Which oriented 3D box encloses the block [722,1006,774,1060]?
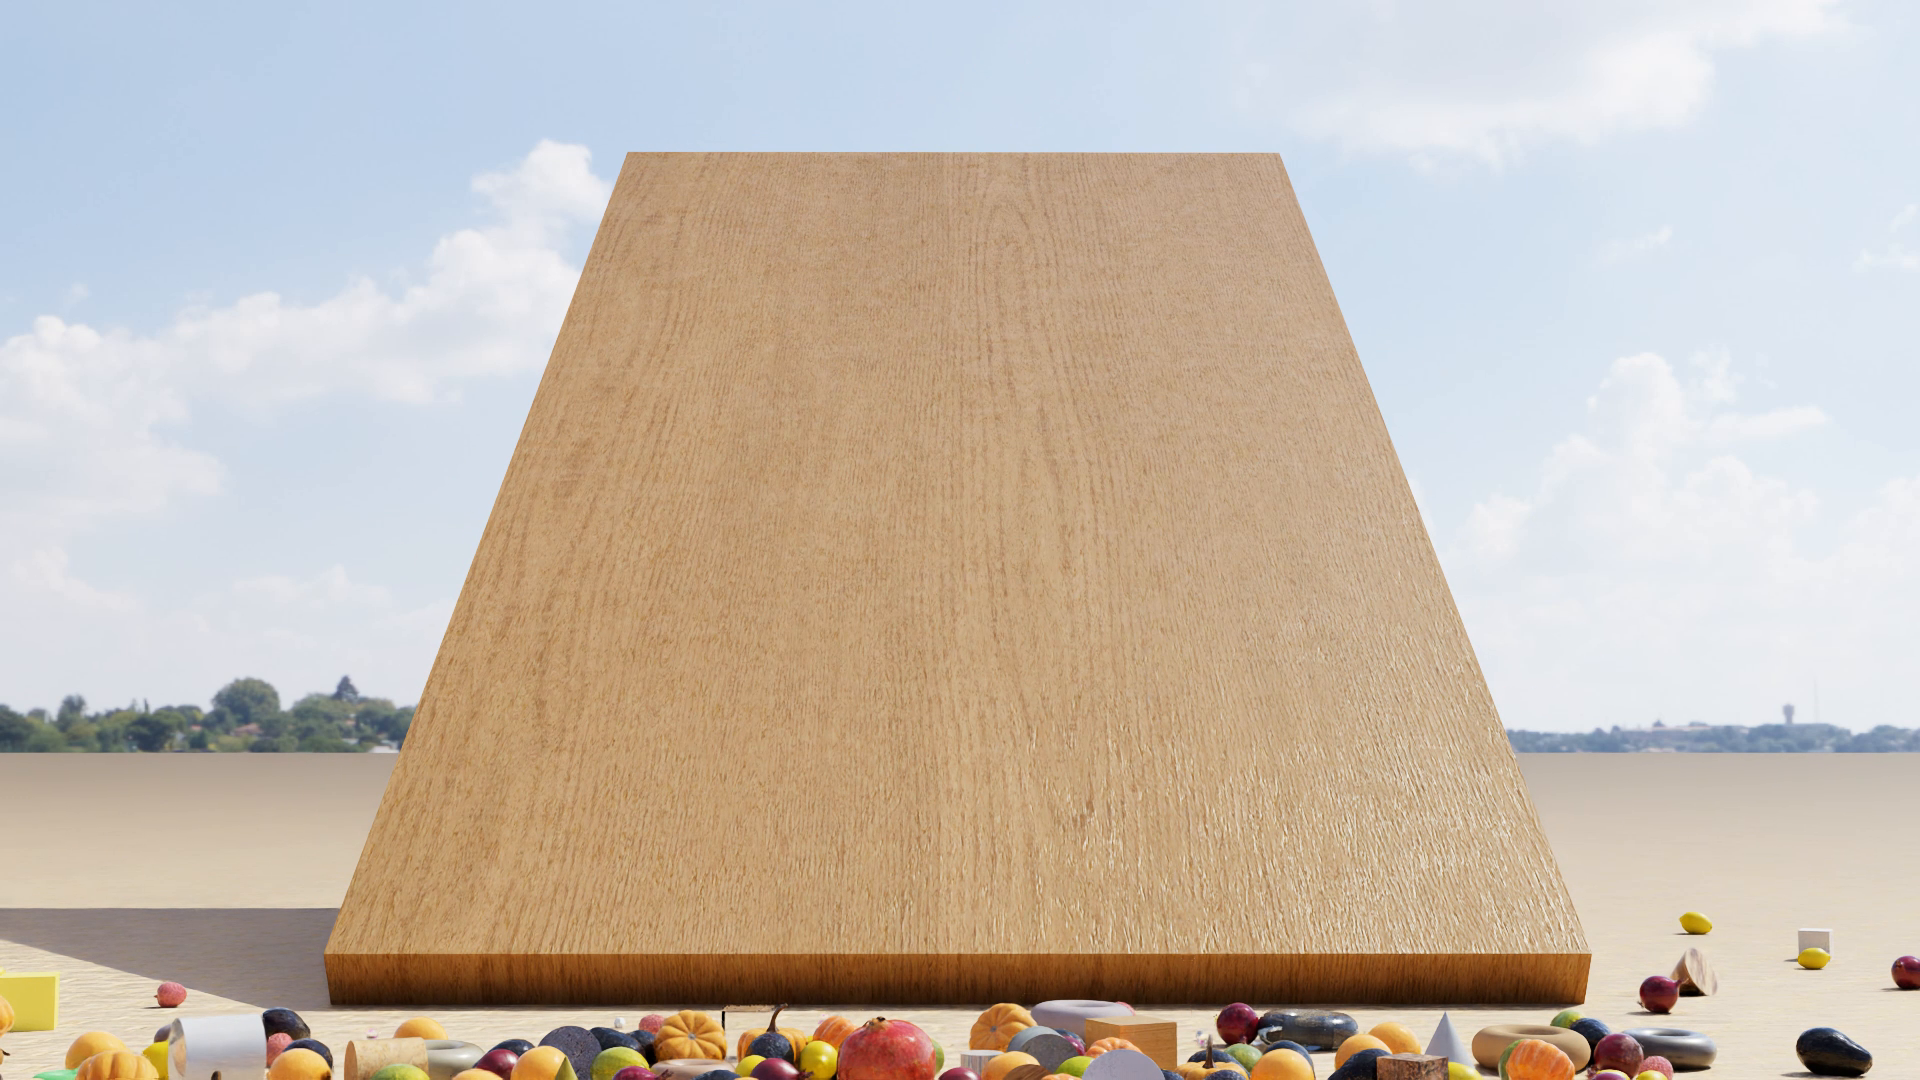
[{"bbox_3d":[-0.281,0.653,3.153,0.064,0.064,0.064,0,-5,1],"label":"block"}]

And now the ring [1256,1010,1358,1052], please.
[{"bbox_3d":[0.477,0.672,3.260,0.139,0.046,0.139,1,-6,0],"label":"ring"}]

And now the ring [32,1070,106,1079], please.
[{"bbox_3d":[-1.047,0.640,2.792,0.087,0.029,0.087,-1,-6,0],"label":"ring"}]

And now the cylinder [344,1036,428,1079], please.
[{"bbox_3d":[-0.653,0.607,2.702,0.079,0.079,0.079,2,-5,-25],"label":"cylinder"}]

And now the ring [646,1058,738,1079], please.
[{"bbox_3d":[-0.318,0.639,2.827,0.109,0.036,0.109,1,-6,0],"label":"ring"}]

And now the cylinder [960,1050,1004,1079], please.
[{"bbox_3d":[0.026,0.628,2.794,0.051,0.051,0.051,0,-5,0],"label":"cylinder"}]

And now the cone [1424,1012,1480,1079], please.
[{"bbox_3d":[0.587,0.614,2.870,0.092,0.092,0.092,0,-5,0],"label":"cone"}]

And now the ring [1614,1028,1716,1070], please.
[{"bbox_3d":[0.910,0.657,3.070,0.129,0.043,0.129,1,-4,0],"label":"ring"}]

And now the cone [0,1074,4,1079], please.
[{"bbox_3d":[-0.955,0.573,2.361,0.086,0.086,0.086,0,-5,0],"label":"cone"}]

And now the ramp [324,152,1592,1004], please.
[{"bbox_3d":[-0.011,-0.225,5.546,2.000,0.100,4.000,0,27,0],"label":"ramp"}]

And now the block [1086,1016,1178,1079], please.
[{"bbox_3d":[0.206,0.620,2.869,0.080,0.080,0.080,3,-6,-28],"label":"block"}]

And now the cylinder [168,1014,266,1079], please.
[{"bbox_3d":[-0.880,0.610,2.815,0.092,0.092,0.092,3,-6,-31],"label":"cylinder"}]

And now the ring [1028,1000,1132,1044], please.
[{"bbox_3d":[0.171,0.677,3.345,0.150,0.050,0.150,1,-5,0],"label":"ring"}]

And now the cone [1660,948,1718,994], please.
[{"bbox_3d":[1.201,0.737,3.965,0.085,0.085,0.085,5,-35,-45],"label":"cone"}]

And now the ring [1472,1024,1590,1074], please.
[{"bbox_3d":[0.729,0.651,3.037,0.149,0.050,0.149,1,-4,0],"label":"ring"}]

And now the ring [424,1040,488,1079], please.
[{"bbox_3d":[-0.649,0.641,2.908,0.140,0.047,0.140,1,-4,0],"label":"ring"}]

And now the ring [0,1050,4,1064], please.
[{"bbox_3d":[-1.253,0.642,3.030,0.080,0.080,0.027,-6,34,52],"label":"ring"}]

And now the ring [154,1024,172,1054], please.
[{"bbox_3d":[-1.022,0.670,3.190,0.113,0.038,0.113,1,-4,0],"label":"ring"}]

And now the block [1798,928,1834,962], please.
[{"bbox_3d":[1.653,0.781,4.590,0.057,0.057,0.057,-3,-6,27],"label":"block"}]

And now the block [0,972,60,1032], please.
[{"bbox_3d":[-1.363,0.675,3.478,0.077,0.077,0.077,1,-5,-17],"label":"block"}]

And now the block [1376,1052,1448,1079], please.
[{"bbox_3d":[0.515,0.617,2.702,0.058,0.058,0.058,-5,-7,44],"label":"block"}]

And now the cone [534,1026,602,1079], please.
[{"bbox_3d":[-0.472,0.645,2.896,0.082,0.082,0.082,0,-32,0],"label":"cone"}]

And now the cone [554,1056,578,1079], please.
[{"bbox_3d":[-0.441,0.609,2.660,0.066,0.066,0.066,0,-5,0],"label":"cone"}]

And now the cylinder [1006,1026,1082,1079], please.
[{"bbox_3d":[0.097,0.615,2.791,0.078,0.078,0.078,1,-5,-7],"label":"cylinder"}]

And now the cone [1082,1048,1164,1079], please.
[{"bbox_3d":[0.178,0.615,2.590,0.093,0.093,0.093,0,-32,4],"label":"cone"}]
